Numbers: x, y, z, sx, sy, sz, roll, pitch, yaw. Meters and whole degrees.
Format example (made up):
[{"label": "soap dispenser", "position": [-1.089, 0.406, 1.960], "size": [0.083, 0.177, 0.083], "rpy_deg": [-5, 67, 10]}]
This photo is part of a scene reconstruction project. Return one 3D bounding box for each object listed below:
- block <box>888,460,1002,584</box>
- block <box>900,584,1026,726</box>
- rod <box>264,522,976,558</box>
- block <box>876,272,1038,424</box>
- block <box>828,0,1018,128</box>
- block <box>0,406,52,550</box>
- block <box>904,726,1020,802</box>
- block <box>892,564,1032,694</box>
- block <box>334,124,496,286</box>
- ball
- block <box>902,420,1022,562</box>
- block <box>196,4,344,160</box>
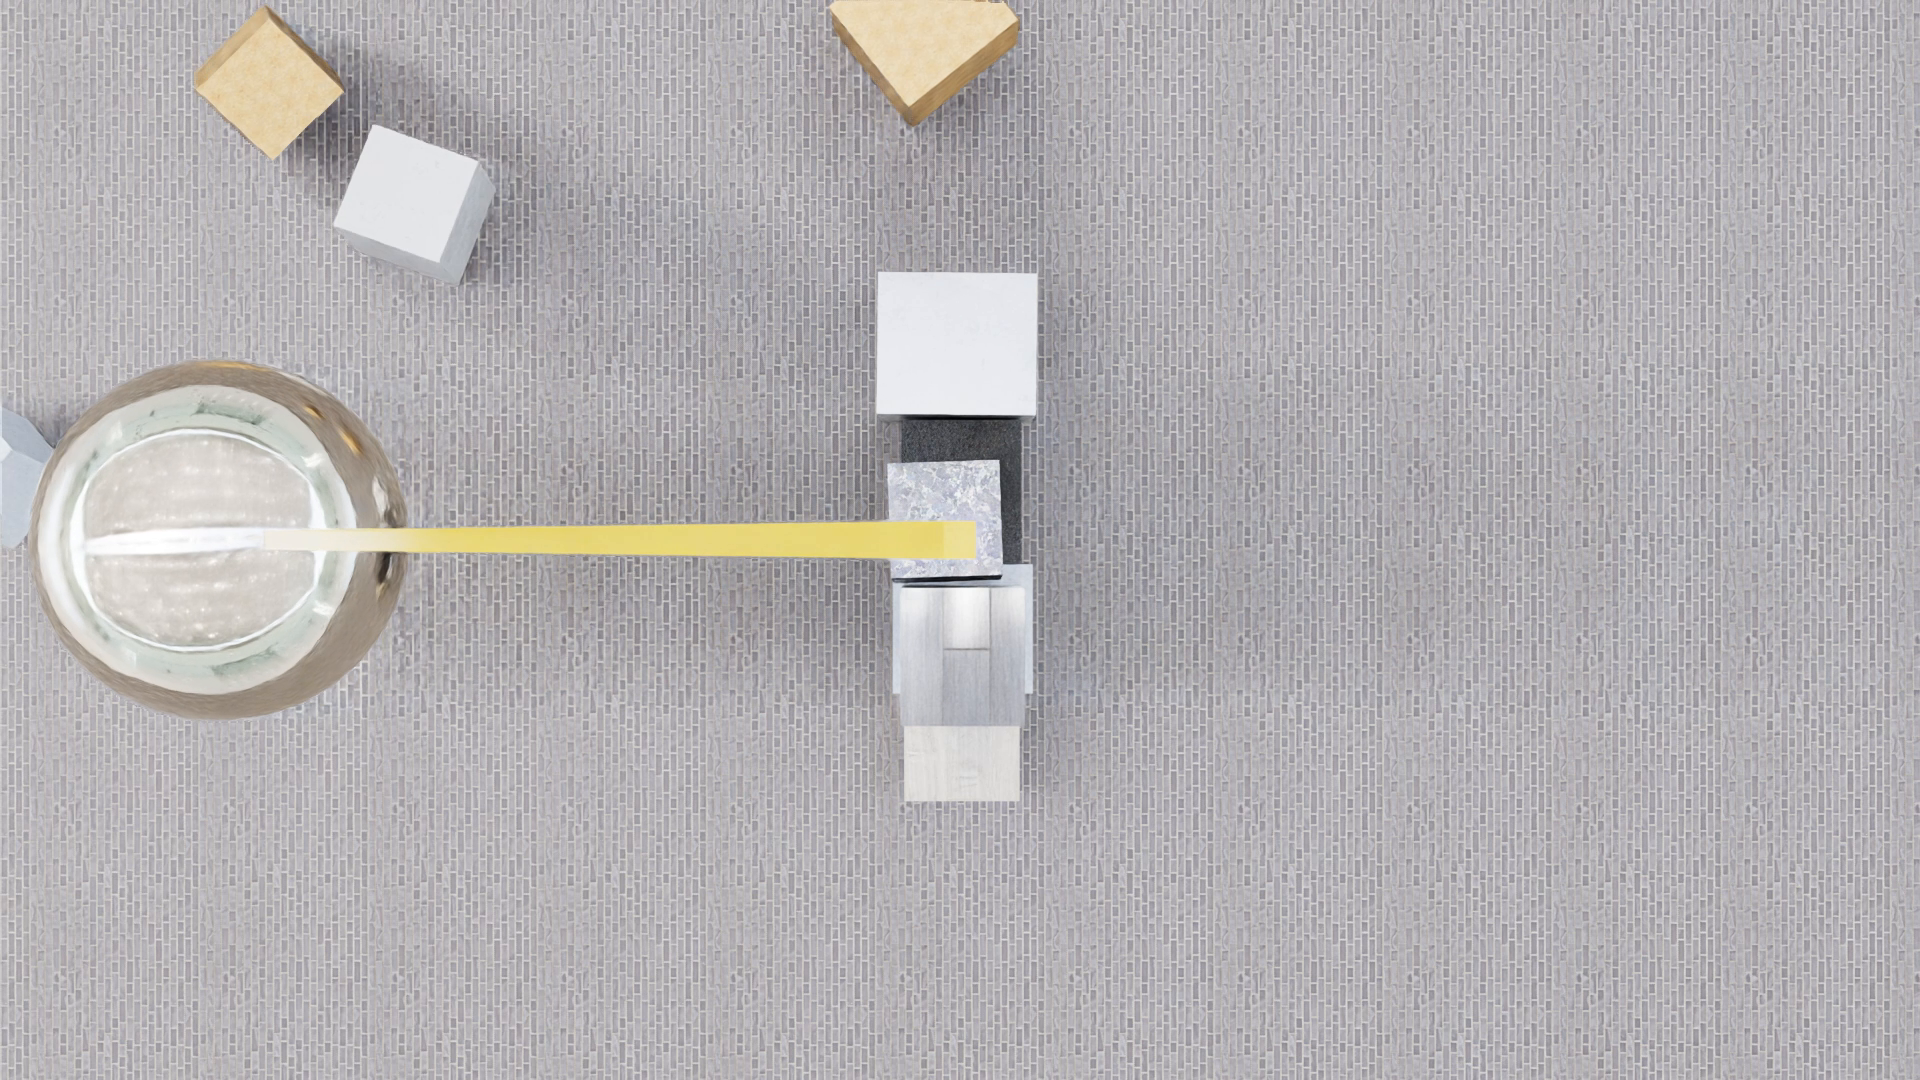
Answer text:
[{"label": "block", "position": [-0.080, -0.094, 12.063], "size": [0.599, 0.554, 0.617], "rpy_deg": [-2, 86, 0]}, {"label": "block", "position": [0.014, 0.615, 11.929], "size": [0.655, 0.792, 0.726], "rpy_deg": [0, 90, 0]}, {"label": "rod", "position": [-1.410, 0.000, 6.866], "size": [0.080, 5.200, 0.080], "rpy_deg": [0, 90, -33]}, {"label": "block", "position": [-0.017, -1.081, 12.550], "size": [0.875, 0.901, 0.779], "rpy_deg": [1, 90, 0]}, {"label": "block", "position": [-0.205, -2.959, 12.670], "size": [0.783, 0.658, 0.721], "rpy_deg": [-39, 90, 0]}, {"label": "block", "position": [-5.581, -0.404, 12.629], "size": [0.550, 0.549, 0.582], "rpy_deg": [-47, 66, 0]}, {"label": "block", "position": [0.010, 1.168, 12.669], "size": [0.645, 0.662, 0.594], "rpy_deg": [0, 90, 0]}, {"label": "block", "position": [0.016, 0.499, 12.662], "size": [0.784, 0.675, 0.722], "rpy_deg": [0, 90, 0]}, {"label": "block", "position": [-3.131, -1.921, 12.674], "size": [0.630, 0.584, 0.623], "rpy_deg": [20, 83, 0]}, {"label": "ball", "position": [-3.255, 0.000, 9.722], "size": [1.600, 1.600, 1.600], "rpy_deg": [0, 90, 0]}, {"label": "block", "position": [0.008, -0.274, 12.681], "size": [0.674, 0.639, 0.805], "rpy_deg": [0, 90, 0]}, {"label": "block", "position": [-3.937, -2.613, 12.536], "size": [0.563, 0.590, 0.551], "rpy_deg": [-44, 118, 1]}]
